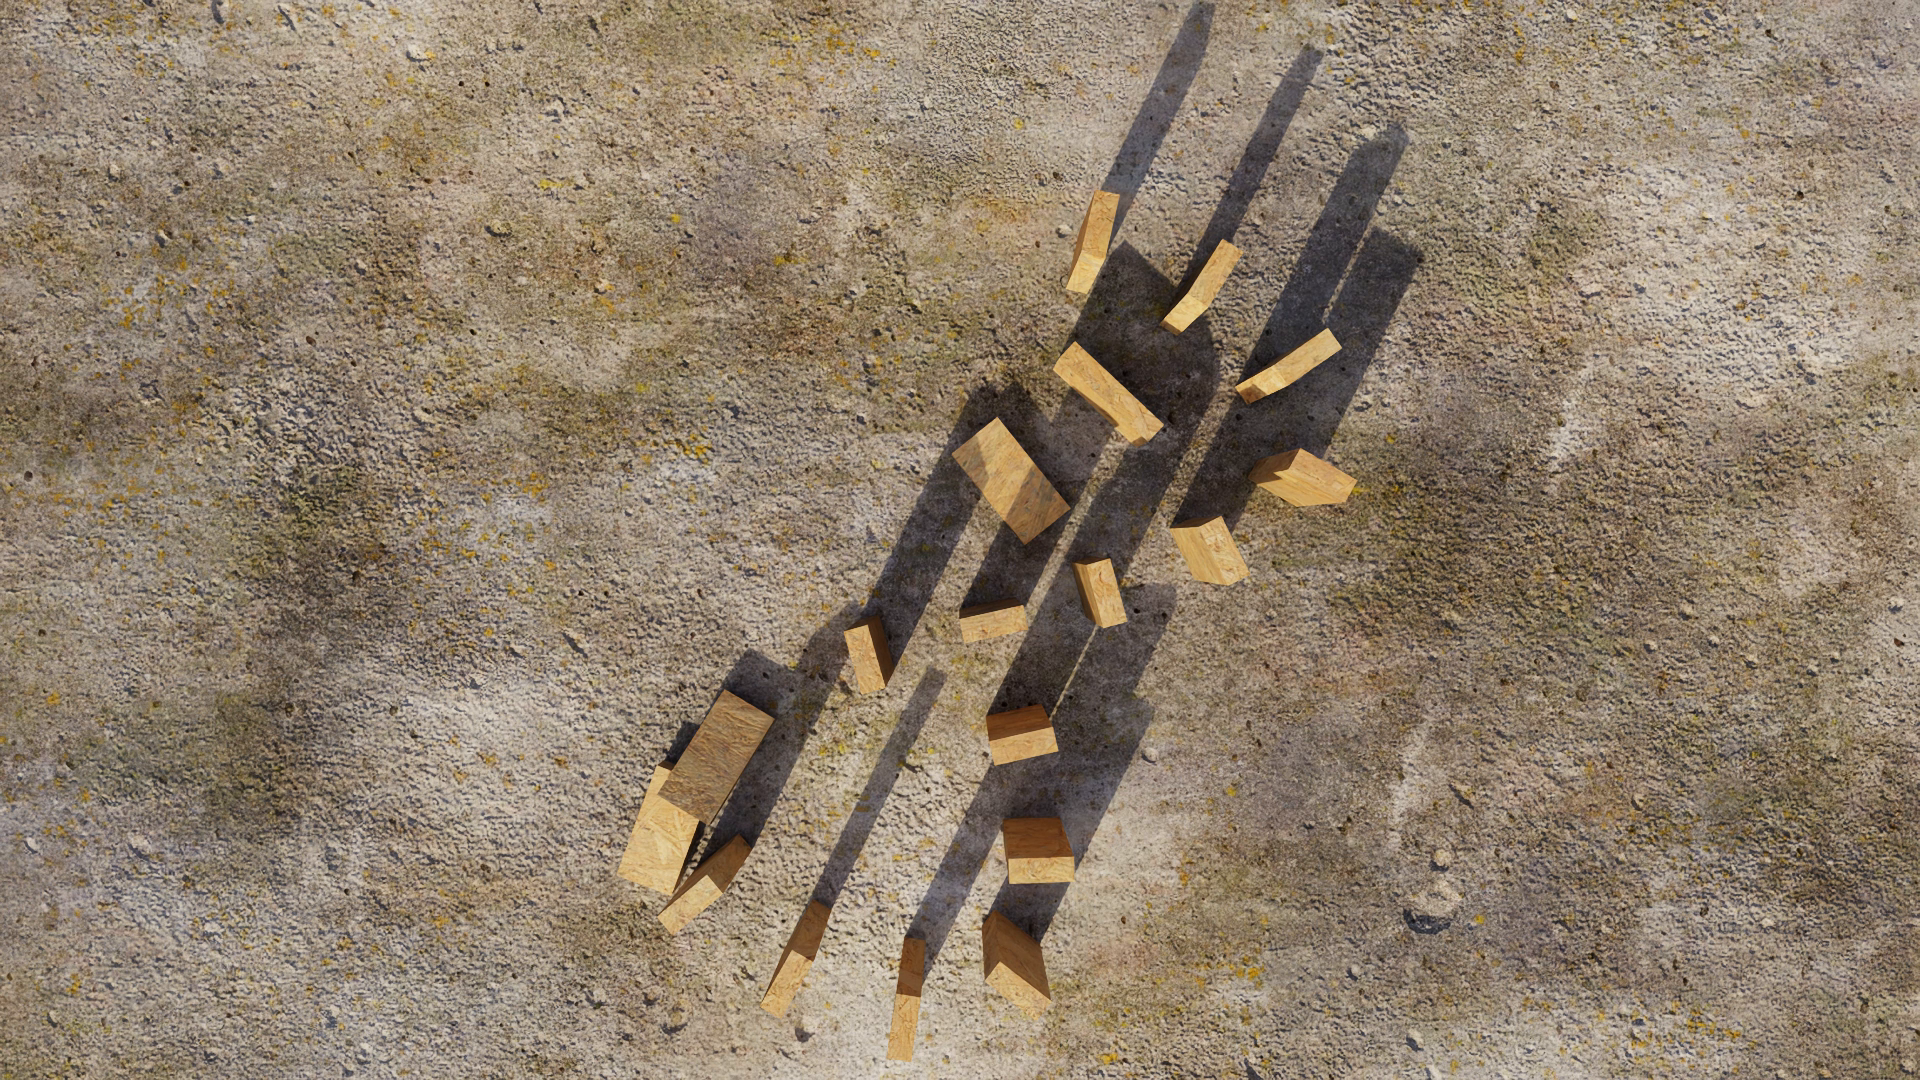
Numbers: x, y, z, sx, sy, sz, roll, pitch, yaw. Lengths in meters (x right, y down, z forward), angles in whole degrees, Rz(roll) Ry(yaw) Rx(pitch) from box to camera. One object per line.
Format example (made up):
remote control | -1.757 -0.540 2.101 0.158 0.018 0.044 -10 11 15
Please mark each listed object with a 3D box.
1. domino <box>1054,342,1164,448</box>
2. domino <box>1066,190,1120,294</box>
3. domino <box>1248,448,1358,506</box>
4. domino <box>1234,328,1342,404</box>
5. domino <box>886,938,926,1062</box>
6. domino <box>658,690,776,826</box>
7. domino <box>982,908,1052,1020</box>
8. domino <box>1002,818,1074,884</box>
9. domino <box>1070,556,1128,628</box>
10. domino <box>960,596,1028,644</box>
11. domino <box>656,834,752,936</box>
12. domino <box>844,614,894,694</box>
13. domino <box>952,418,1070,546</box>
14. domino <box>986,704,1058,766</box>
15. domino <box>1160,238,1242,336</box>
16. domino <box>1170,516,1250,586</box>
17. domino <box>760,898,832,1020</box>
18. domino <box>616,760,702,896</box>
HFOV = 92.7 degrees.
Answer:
domino | 0.062 -0.061 0.388 0.050 0.025 0.010 43 90 0
domino | 0.054 -0.121 0.375 0.009 0.050 0.025 13 90 0
domino | 0.139 -0.025 0.375 0.025 0.050 0.009 30 90 0
domino | 0.133 -0.070 0.375 0.025 0.050 0.009 -35 90 0
domino | -0.021 0.186 0.375 0.010 0.050 0.025 9 90 0
domino | -0.103 0.092 0.389 0.025 0.009 0.050 31 75 0
domino | 0.022 0.172 0.375 0.025 0.050 0.010 38 90 0
domino | 0.031 0.126 0.375 0.025 0.050 0.009 -2 90 0
domino | 0.056 0.020 0.375 0.010 0.050 0.025 -15 90 0
domino | 0.013 0.032 0.375 0.025 0.050 0.010 -12 90 0
domino | -0.103 0.140 0.375 0.025 0.050 0.010 -40 90 0
domino | -0.036 0.046 0.375 0.009 0.050 0.025 -16 90 0
domino | 0.022 -0.025 0.395 0.025 0.009 0.050 -39 90 0
domino | 0.024 0.079 0.375 0.025 0.050 0.009 -13 90 0
domino | 0.098 -0.102 0.375 0.010 0.050 0.025 33 90 0
domino | 0.101 0.004 0.375 0.009 0.050 0.025 -26 90 0
domino | -0.066 0.170 0.375 0.009 0.050 0.025 30 90 0
domino | -0.126 0.124 0.395 0.025 0.010 0.050 20 90 0
